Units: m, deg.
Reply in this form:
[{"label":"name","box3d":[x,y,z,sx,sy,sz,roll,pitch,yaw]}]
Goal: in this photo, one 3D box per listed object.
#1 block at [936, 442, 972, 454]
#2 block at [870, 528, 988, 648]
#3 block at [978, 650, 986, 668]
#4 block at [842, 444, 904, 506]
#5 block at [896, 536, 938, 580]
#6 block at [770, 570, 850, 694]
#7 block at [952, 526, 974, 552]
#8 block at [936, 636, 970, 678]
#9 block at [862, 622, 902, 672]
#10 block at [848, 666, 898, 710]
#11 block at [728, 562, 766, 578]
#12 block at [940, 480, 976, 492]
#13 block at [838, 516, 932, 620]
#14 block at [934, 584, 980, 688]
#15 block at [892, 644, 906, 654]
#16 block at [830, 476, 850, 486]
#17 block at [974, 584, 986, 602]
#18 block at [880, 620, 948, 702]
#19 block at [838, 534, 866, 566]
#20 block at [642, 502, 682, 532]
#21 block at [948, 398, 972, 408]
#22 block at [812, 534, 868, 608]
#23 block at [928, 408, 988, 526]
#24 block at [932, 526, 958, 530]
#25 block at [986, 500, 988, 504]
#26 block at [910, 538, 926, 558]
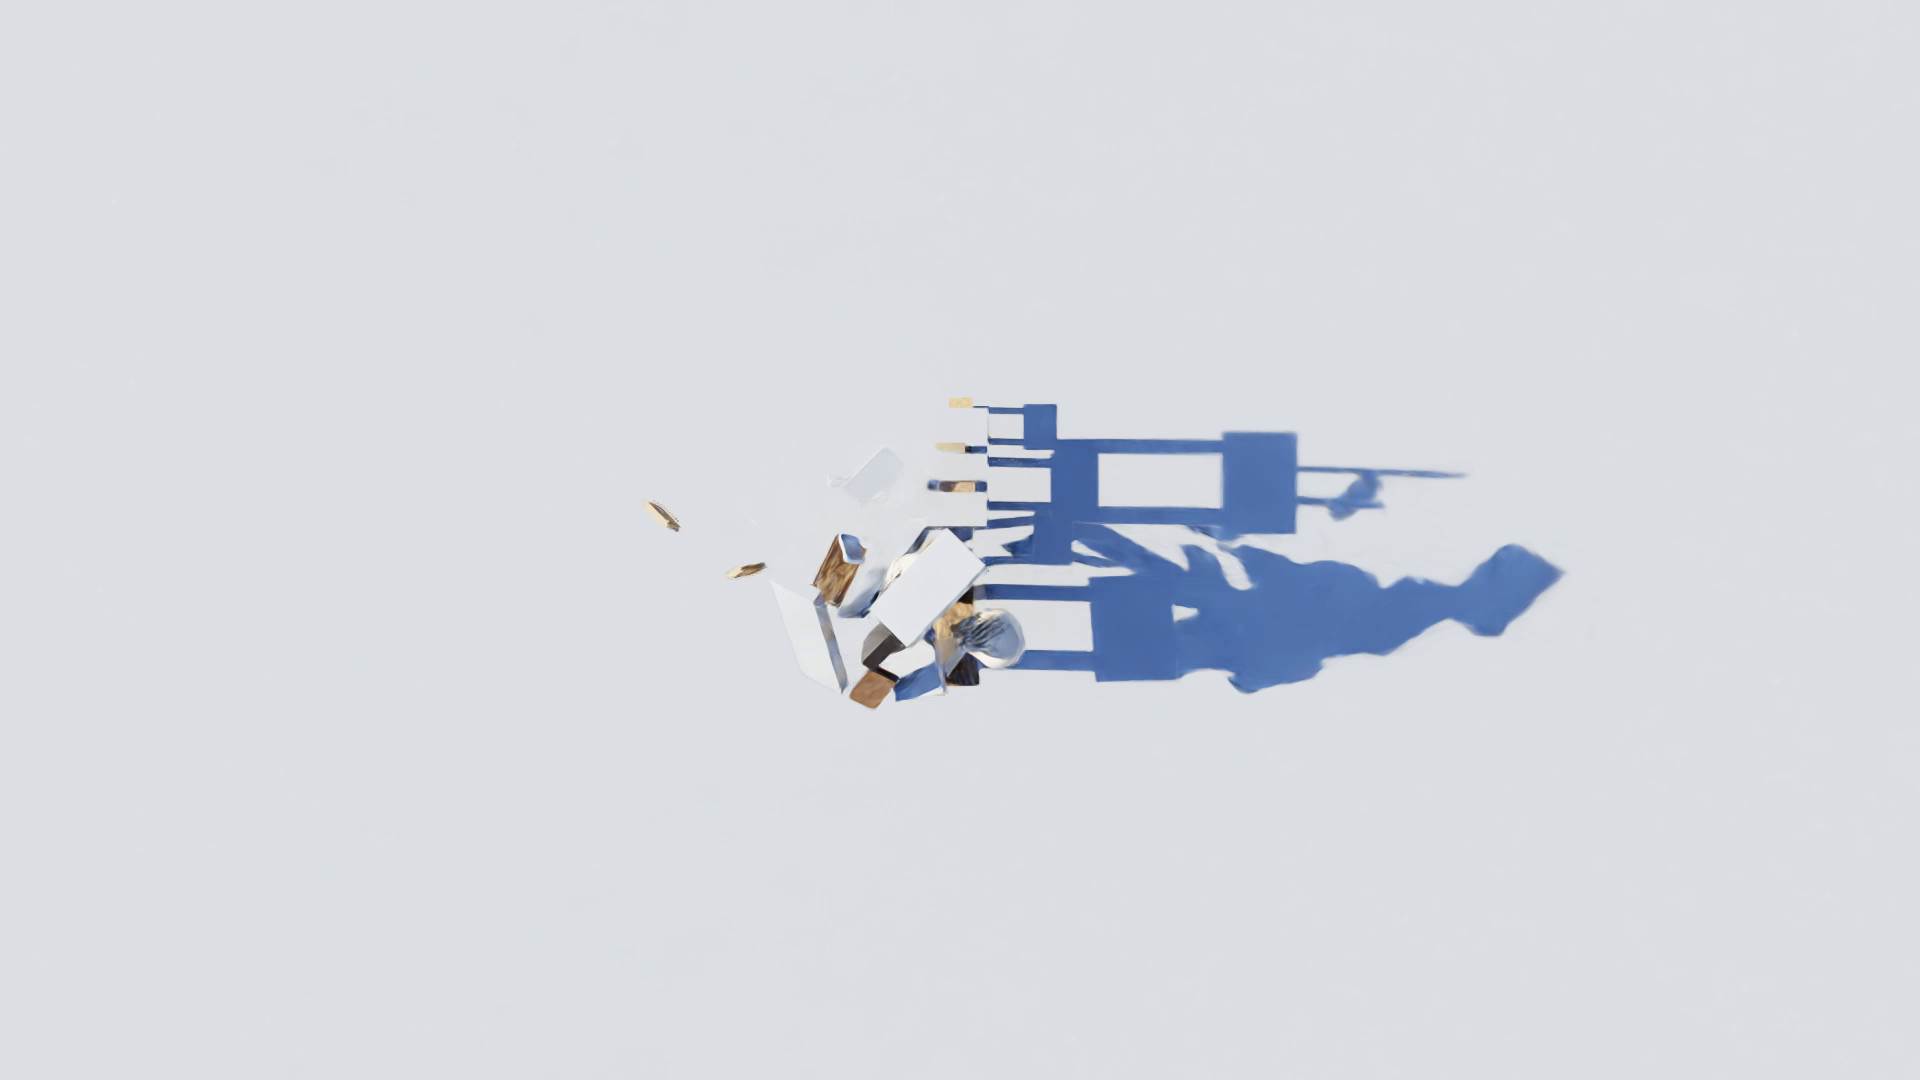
[{"label":"block","box3d":[-0.016,-0.260,4.655,0.081,0.387,0.023,2,92,3]},{"label":"block","box3d":[-0.082,0.127,4.331,0.295,0.042,0.148,-46,73,3]},{"label":"block","box3d":[-0.019,0.394,5.318,0.175,0.349,0.049,-5,89,6]},{"label":"block","box3d":[-0.237,-0.178,4.536,0.161,0.023,0.081,-45,103,4]},{"label":"block","box3d":[-0.087,0.076,4.807,0.099,0.028,0.198,28,53,27]},{"label":"block","box3d":[-0.423,0.266,4.688,0.148,0.492,0.042,25,61,23]},{"label":"block","box3d":[0.000,-0.010,5.306,0.090,0.025,0.179,1,90,0]},{"label":"block","box3d":[-0.077,0.356,4.940,0.145,0.291,0.041,-10,101,16]},{"label":"block","box3d":[-0.154,0.218,4.502,0.042,0.148,0.295,41,104,-15]},{"label":"block","box3d":[-0.246,0.418,4.693,0.086,0.173,0.024,27,49,-9]},{"label":"block","box3d":[-0.604,0.086,4.674,0.055,0.110,0.016,-27,82,30]},{"label":"block","box3d":[-0.007,-0.155,4.750,0.099,0.198,0.028,2,94,0]},{"label":"block","box3d":[-0.215,0.077,4.959,0.086,0.568,0.024,-6,116,26]},{"label":"block","box3d":[-0.037,0.279,5.118,0.175,0.049,0.349,-4,90,6]},{"label":"block","box3d":[-0.166,0.255,4.681,0.086,0.173,0.024,-21,119,22]},{"label":"block","box3d":[-0.324,-0.165,4.633,0.081,0.161,0.023,-4,93,-6]},{"label":"block","box3d":[-0.022,0.169,5.317,0.175,0.349,0.049,0,90,6]},{"label":"block","box3d":[-0.140,0.312,4.783,0.145,0.041,0.291,-13,87,16]},{"label":"block","box3d":[-0.311,0.027,4.726,0.055,0.110,0.016,10,127,-26]},{"label":"block","box3d":[-0.809,-0.065,4.481,0.110,0.055,0.016,39,96,32]},{"label":"block","box3d":[0.002,-0.382,5.334,0.077,0.022,0.155,0,90,0]},{"label":"block","box3d":[-0.353,0.091,4.765,0.099,0.028,0.198,26,62,-2]},{"label":"block","box3d":[-0.007,-0.215,4.875,0.174,0.049,0.347,1,90,0]},{"label":"block","box3d":[-0.065,-0.047,5.240,0.114,0.057,0.016,3,75,-28]},{"label":"block","box3d":[-0.007,-0.096,5.073,0.174,0.347,0.049,4,89,0]},{"label":"block","box3d":[-0.145,0.003,5.252,0.016,0.114,0.057,-8,59,-32]}]
